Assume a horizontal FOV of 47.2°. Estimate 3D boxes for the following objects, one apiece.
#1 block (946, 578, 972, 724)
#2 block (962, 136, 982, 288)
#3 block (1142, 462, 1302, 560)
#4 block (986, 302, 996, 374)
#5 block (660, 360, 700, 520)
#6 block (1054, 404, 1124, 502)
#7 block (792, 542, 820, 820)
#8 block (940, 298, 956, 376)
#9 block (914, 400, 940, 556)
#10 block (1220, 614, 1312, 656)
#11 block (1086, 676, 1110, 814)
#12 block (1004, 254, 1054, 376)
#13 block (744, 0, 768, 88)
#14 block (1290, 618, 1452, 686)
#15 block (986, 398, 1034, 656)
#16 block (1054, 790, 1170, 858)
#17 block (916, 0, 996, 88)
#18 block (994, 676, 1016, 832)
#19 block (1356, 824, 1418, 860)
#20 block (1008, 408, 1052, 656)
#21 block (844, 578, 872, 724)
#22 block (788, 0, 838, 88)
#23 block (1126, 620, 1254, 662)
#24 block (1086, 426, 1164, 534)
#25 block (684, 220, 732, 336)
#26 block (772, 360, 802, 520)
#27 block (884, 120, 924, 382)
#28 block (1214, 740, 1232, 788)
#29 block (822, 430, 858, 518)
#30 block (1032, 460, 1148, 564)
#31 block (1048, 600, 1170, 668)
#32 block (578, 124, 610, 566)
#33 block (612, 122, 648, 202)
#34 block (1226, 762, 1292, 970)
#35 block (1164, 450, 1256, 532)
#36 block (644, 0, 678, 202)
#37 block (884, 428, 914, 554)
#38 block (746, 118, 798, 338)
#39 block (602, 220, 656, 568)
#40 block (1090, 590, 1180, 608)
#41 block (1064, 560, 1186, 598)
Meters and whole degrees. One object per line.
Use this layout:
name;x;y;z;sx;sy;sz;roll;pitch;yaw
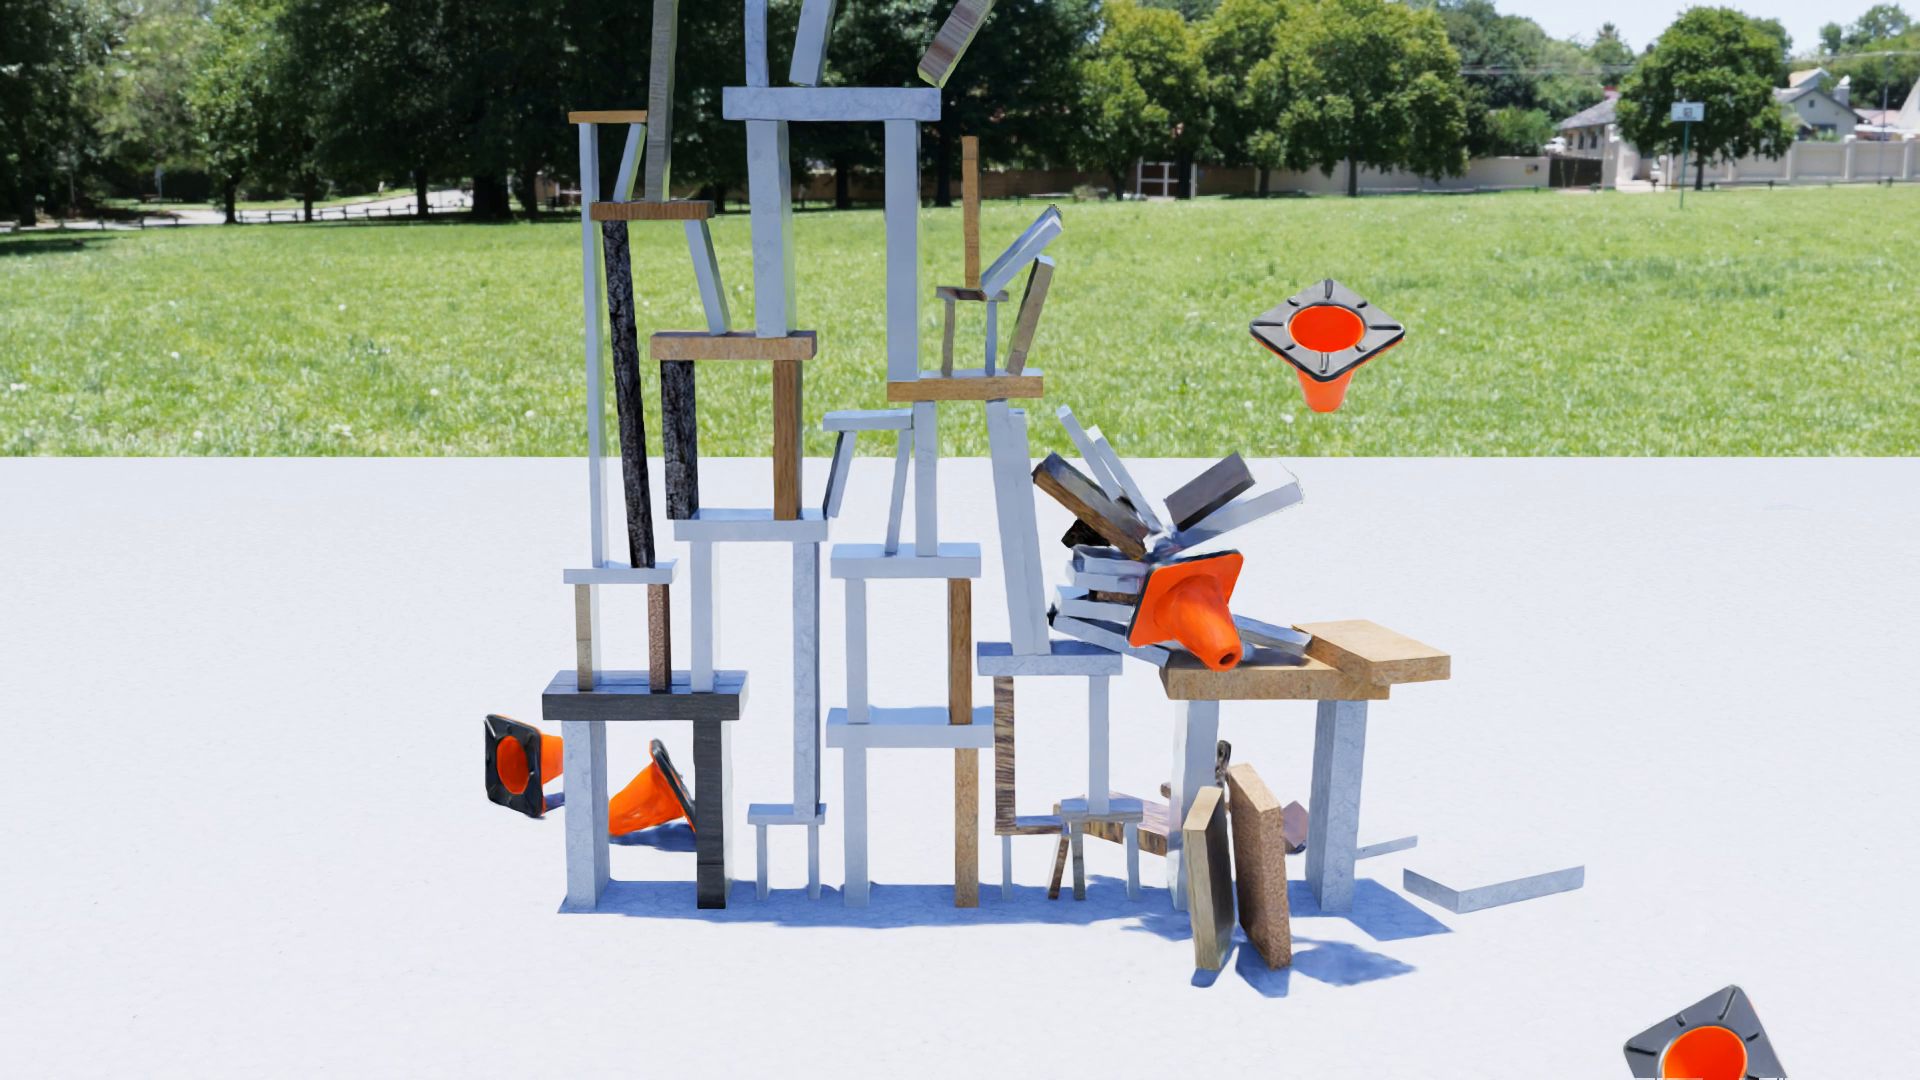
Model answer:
block;-0.001;0.168;3.583;0.034;0.241;0.121;-1;10;-3
block;0.019;-0.518;3.477;0.022;0.235;0.079;-1;9;4
block;0.419;-0.048;3.556;0.247;0.035;0.123;-23;17;-1
block;0.050;-0.323;3.505;0.016;0.114;0.057;1;10;1
block;-0.449;-0.169;3.532;0.036;0.254;0.127;-1;10;1
block;0.205;-0.139;3.499;0.022;0.158;0.079;-32;13;5
block;-0.251;0.219;3.598;0.035;0.461;0.123;1;10;0
block;-0.019;-0.323;3.500;0.016;0.114;0.057;3;14;-4
block;-0.053;-0.107;3.540;0.035;0.247;0.123;0;11;1
block;0.497;0.154;3.568;0.138;0.020;0.069;16;17;18
block;0.226;0.322;3.620;0.033;0.234;0.117;0;11;1
block;0.109;-0.356;3.475;0.026;0.182;0.091;16;15;-5
block;-0.316;-0.800;3.417;0.027;0.192;0.096;-1;10;-1
block;0.658;0.179;3.547;0.138;0.039;0.275;-4;11;-18
block;0.081;-0.027;3.555;0.035;0.410;0.123;-6;11;2
block;0.318;0.511;3.985;0.275;0.039;0.138;10;15;44
block;0.030;-0.843;3.428;0.041;0.290;0.145;32;5;-3
block;0.073;0.336;3.622;0.033;0.261;0.117;-1;11;1
block;0.728;0.536;3.901;0.155;0.022;0.077;-6;12;-31
block;0.112;-0.014;3.544;0.026;0.389;0.091;-6;11;2
block;-0.166;0.167;3.590;0.034;0.241;0.121;0;10;0
block;-0.213;-0.850;3.407;0.041;0.290;0.145;11;9;-2
block;0.375;0.156;3.590;0.195;0.028;0.098;11;11;-6
block;0.264;-0.096;3.518;0.020;0.186;0.071;-33;17;4
block;-0.398;-0.417;3.480;0.026;0.181;0.090;-12;10;3
block;-0.276;-0.168;3.528;0.036;0.254;0.127;1;10;0
block;-0.087;-0.460;3.477;0.047;0.401;0.167;0;11;2
block;0.450;0.446;4.031;0.077;0.155;0.022;-16;-41;40
block;-0.194;-0.112;3.544;0.020;0.143;0.072;12;10;-11
block;0.207;-0.046;3.538;0.212;0.026;0.091;38;9;-7
block;0.242;0.152;3.589;0.195;0.028;0.098;19;10;-5
block;-0.582;-0.307;3.502;0.017;0.701;0.062;0;10;1
block;-0.517;-0.592;3.450;0.017;0.123;0.062;15;10;-1
block;0.452;0.493;3.315;0.035;0.298;0.123;-14;29;-11
block;0.395;-0.077;3.489;0.142;0.020;0.071;-34;38;13
block;-0.464;-0.713;3.428;0.027;0.366;0.096;4;10;-2
block;-0.097;-0.085;3.539;0.020;0.202;0.072;8;13;0
block;-0.296;-0.494;3.475;0.047;0.334;0.167;-2;10;2
block;-0.529;-0.234;3.515;0.026;0.552;0.090;-3;10;1
block;0.284;0.087;3.574;0.138;0.020;0.069;6;11;-9
block;0.268;0.063;3.566;0.183;0.026;0.091;6;11;-7
